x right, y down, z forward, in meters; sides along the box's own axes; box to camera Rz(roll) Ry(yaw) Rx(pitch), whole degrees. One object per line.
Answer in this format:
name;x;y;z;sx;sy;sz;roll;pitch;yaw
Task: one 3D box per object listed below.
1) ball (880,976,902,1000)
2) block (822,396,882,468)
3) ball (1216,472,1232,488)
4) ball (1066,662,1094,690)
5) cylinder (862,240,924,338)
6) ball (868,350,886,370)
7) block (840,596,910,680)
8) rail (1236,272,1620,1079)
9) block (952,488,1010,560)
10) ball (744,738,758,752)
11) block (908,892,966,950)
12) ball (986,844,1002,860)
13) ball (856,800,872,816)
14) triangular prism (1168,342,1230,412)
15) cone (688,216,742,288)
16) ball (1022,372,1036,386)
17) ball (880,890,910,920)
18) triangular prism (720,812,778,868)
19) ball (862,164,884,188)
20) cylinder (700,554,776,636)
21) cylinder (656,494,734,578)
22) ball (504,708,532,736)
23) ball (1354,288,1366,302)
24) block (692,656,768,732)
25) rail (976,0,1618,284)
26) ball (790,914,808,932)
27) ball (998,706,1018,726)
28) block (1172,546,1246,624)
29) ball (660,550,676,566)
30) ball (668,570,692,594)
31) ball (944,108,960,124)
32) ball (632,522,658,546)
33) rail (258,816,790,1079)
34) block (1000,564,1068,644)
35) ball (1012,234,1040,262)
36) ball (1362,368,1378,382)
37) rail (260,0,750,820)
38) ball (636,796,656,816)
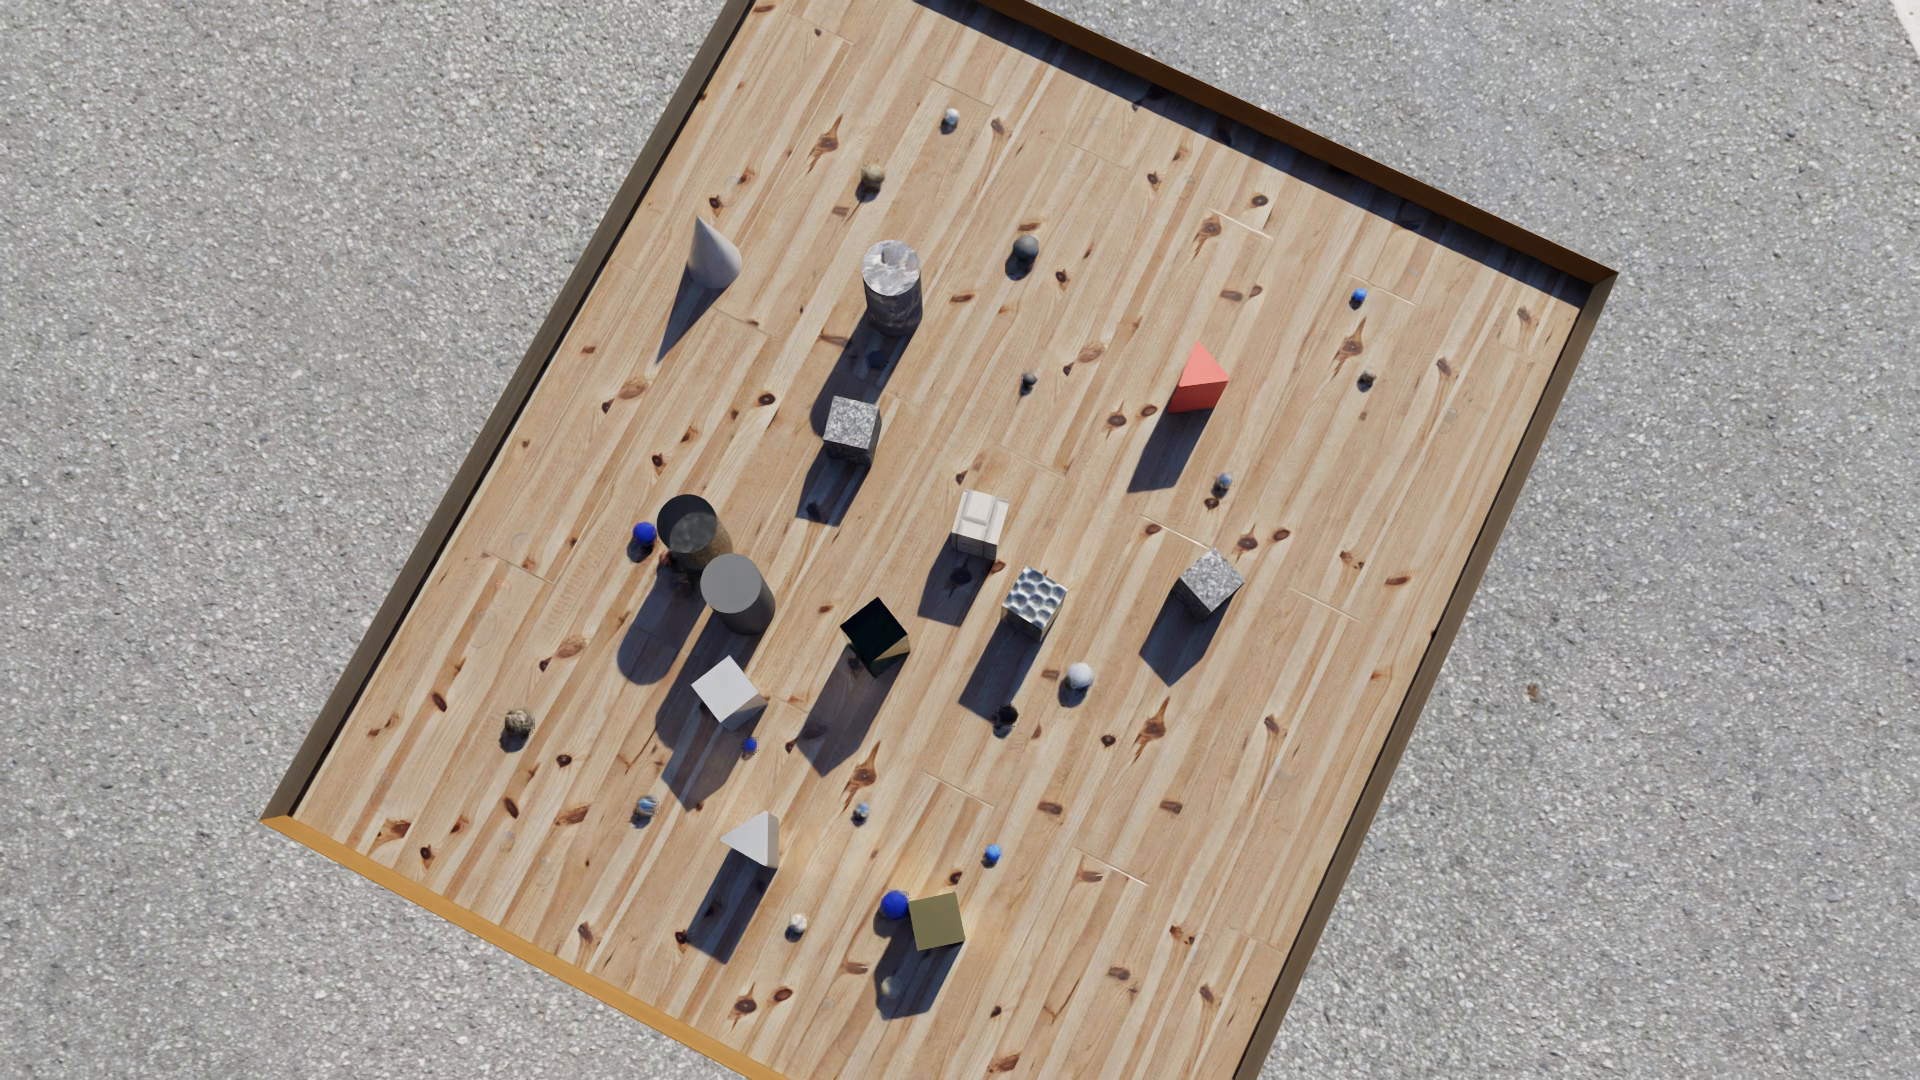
ball;-0.199;1.299;5.316;0.063;0.063;0.063;0;78;0
block;-0.325;-0.328;5.571;0.138;0.221;0.138;13;79;3
ball;0.813;-0.183;5.629;0.049;0.049;0.049;0;78;0
ball;0.360;0.408;5.488;0.085;0.085;0.085;0;78;0
cylinder;-0.203;-0.759;5.570;0.173;0.397;0.173;0;78;0
ball;-0.260;-0.561;5.702;0.058;0.058;0.058;0;78;0
block;-0.246;0.291;5.381;0.138;0.344;0.138;-38;81;-7
rail;1.277;0.631;5.427;0.045;0.112;3.330;26;80;5
block;0.061;-0.045;5.502;0.138;0.242;0.138;16;79;3
ball;-0.625;0.613;5.469;0.040;0.040;0.040;0;78;0
block;-0.066;1.096;5.268;0.138;0.238;0.138;-11;79;-2
ball;0.099;0.920;5.402;0.047;0.047;0.047;0;78;0
ball;-0.285;0.795;5.427;0.048;0.048;0.048;0;78;0
triangular prism;0.713;-0.498;5.568;0.150;0.295;0.130;-8;78;-2
cone;-0.776;-0.918;5.600;0.173;0.404;0.173;0;78;0
ball;0.215;-0.499;5.696;0.045;0.045;0.045;0;78;0
ball;-0.190;1.068;5.351;0.087;0.087;0.087;0;78;0
triangular prism;-0.573;0.847;5.278;0.150;0.320;0.130;29;80;6
ball;-0.276;-1.158;5.817;0.074;0.074;0.074;0;78;0
cylinder;-0.647;0.163;5.374;0.173;0.407;0.173;0;78;0
cylinder;-0.781;-0.008;5.423;0.173;0.382;0.173;0;78;0
ball;-1.316;0.543;5.462;0.082;0.082;0.082;0;78;0
ball;1.256;-0.770;5.754;0.041;0.041;0.041;0;78;0
block;-0.673;0.454;5.381;0.138;0.277;0.138;-38;81;-7
rail;0.734;-1.432;5.853;2.903;0.112;0.045;26;80;5
ball;-0.472;1.121;5.358;0.052;0.052;0.052;0;78;0
ball;0.143;0.524;5.477;0.061;0.061;0.061;0;78;0
block;0.739;0.137;5.472;0.138;0.227;0.138;-41;81;-8
ball;-0.889;0.056;5.575;0.052;0.052;0.052;0;78;0
ball;-0.847;0.128;5.545;0.075;0.075;0.075;0;78;0
ball;-0.025;-1.359;5.870;0.051;0.051;0.051;0;78;0
ball;-0.960;-0.018;5.581;0.076;0.076;0.076;0;78;0
rail;-0.734;1.444;5.260;2.903;0.112;0.045;26;80;5
block;0.216;0.194;5.429;0.138;0.288;0.138;31;80;6
ball;0.208;-0.916;5.762;0.085;0.085;0.085;0;78;0
ball;1.275;-0.514;5.699;0.046;0.046;0.046;0;78;0
rail;-1.277;-0.619;5.686;0.045;0.112;3.330;26;80;5
ball;-0.930;0.786;5.422;0.061;0.061;0.061;0;78;0
